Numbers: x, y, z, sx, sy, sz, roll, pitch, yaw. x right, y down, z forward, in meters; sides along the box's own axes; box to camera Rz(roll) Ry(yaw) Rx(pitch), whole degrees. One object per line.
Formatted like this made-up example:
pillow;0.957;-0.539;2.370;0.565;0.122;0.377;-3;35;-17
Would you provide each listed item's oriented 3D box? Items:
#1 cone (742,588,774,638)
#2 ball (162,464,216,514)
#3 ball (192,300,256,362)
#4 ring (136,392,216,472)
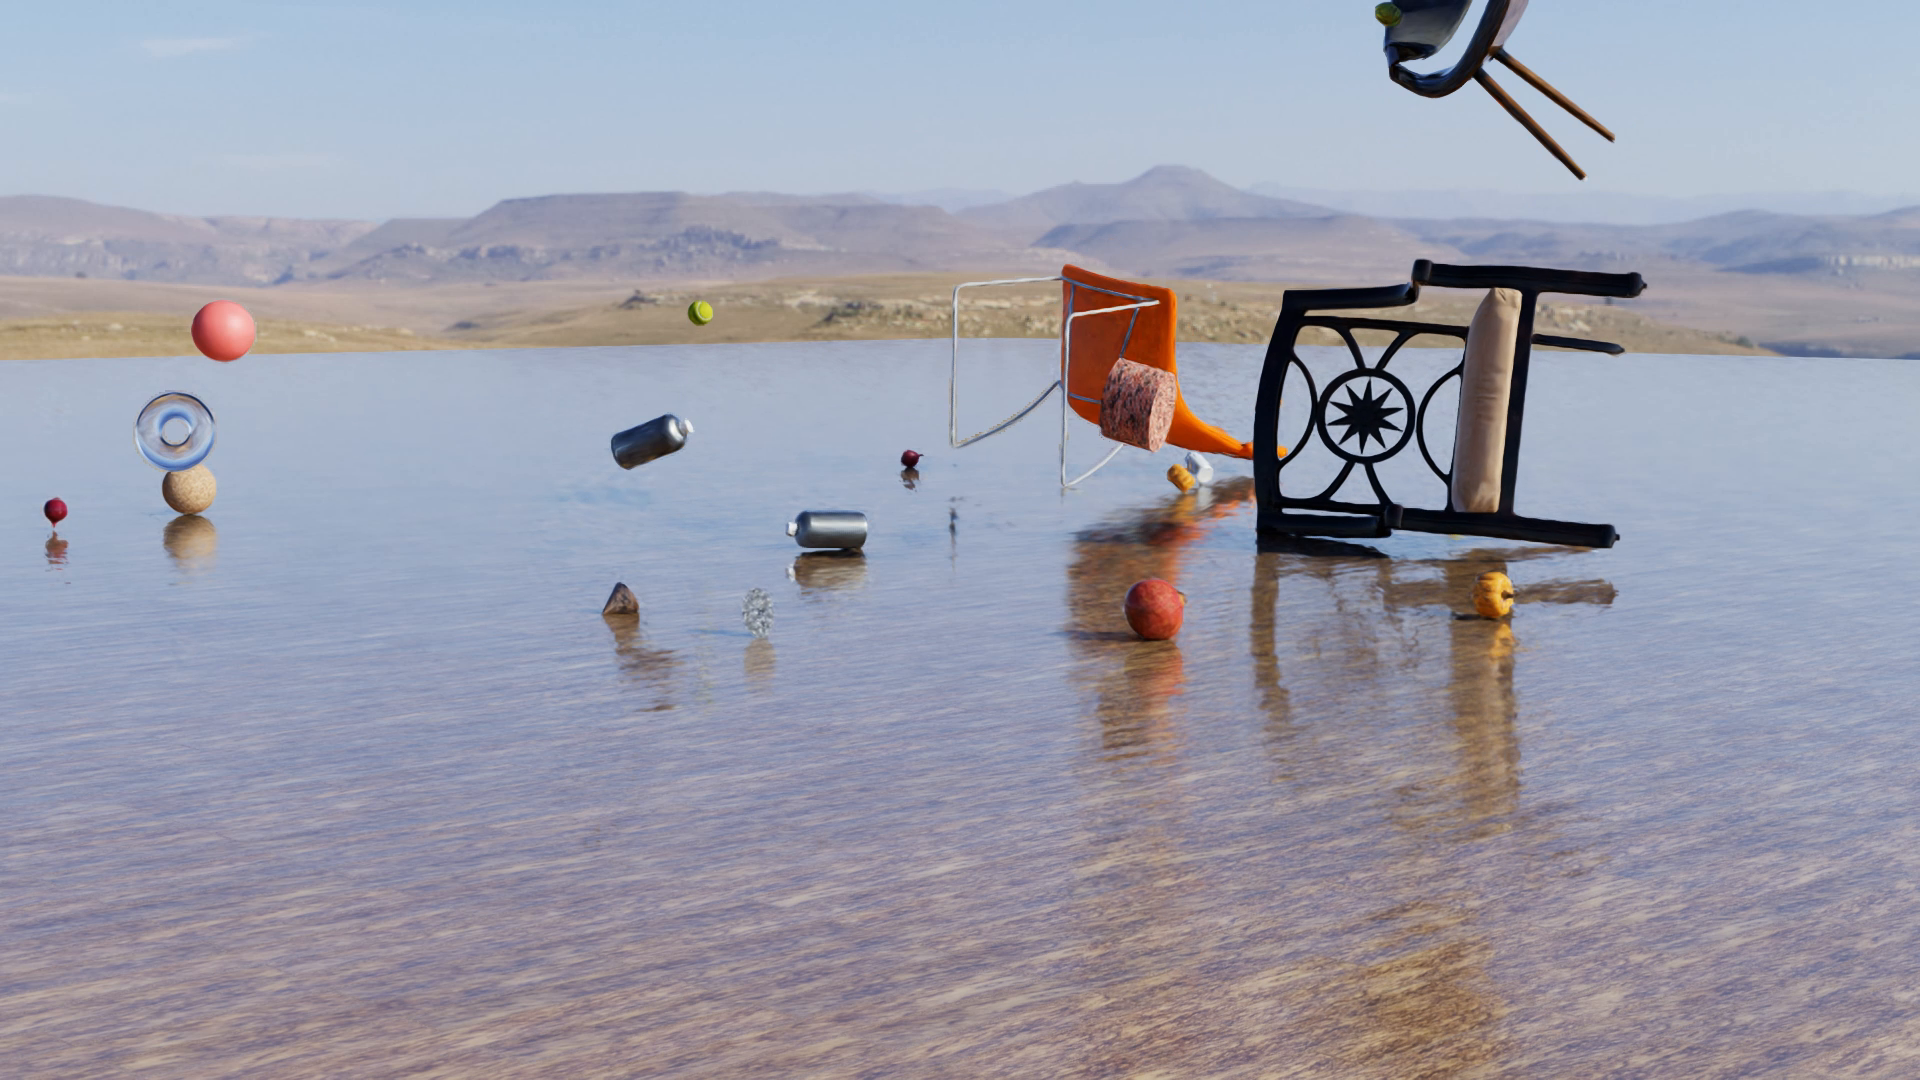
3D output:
cone;-0.368;0.152;4.735;0.059;0.108;0.069;-11;-32;-1
ball;-2.131;-0.143;7.094;0.146;0.146;0.146;0;6;0
ball;-1.859;-0.528;6.477;0.155;0.155;0.155;0;6;0
ring;-2.092;-0.289;6.842;0.207;0.213;0.049;21;-8;-8
